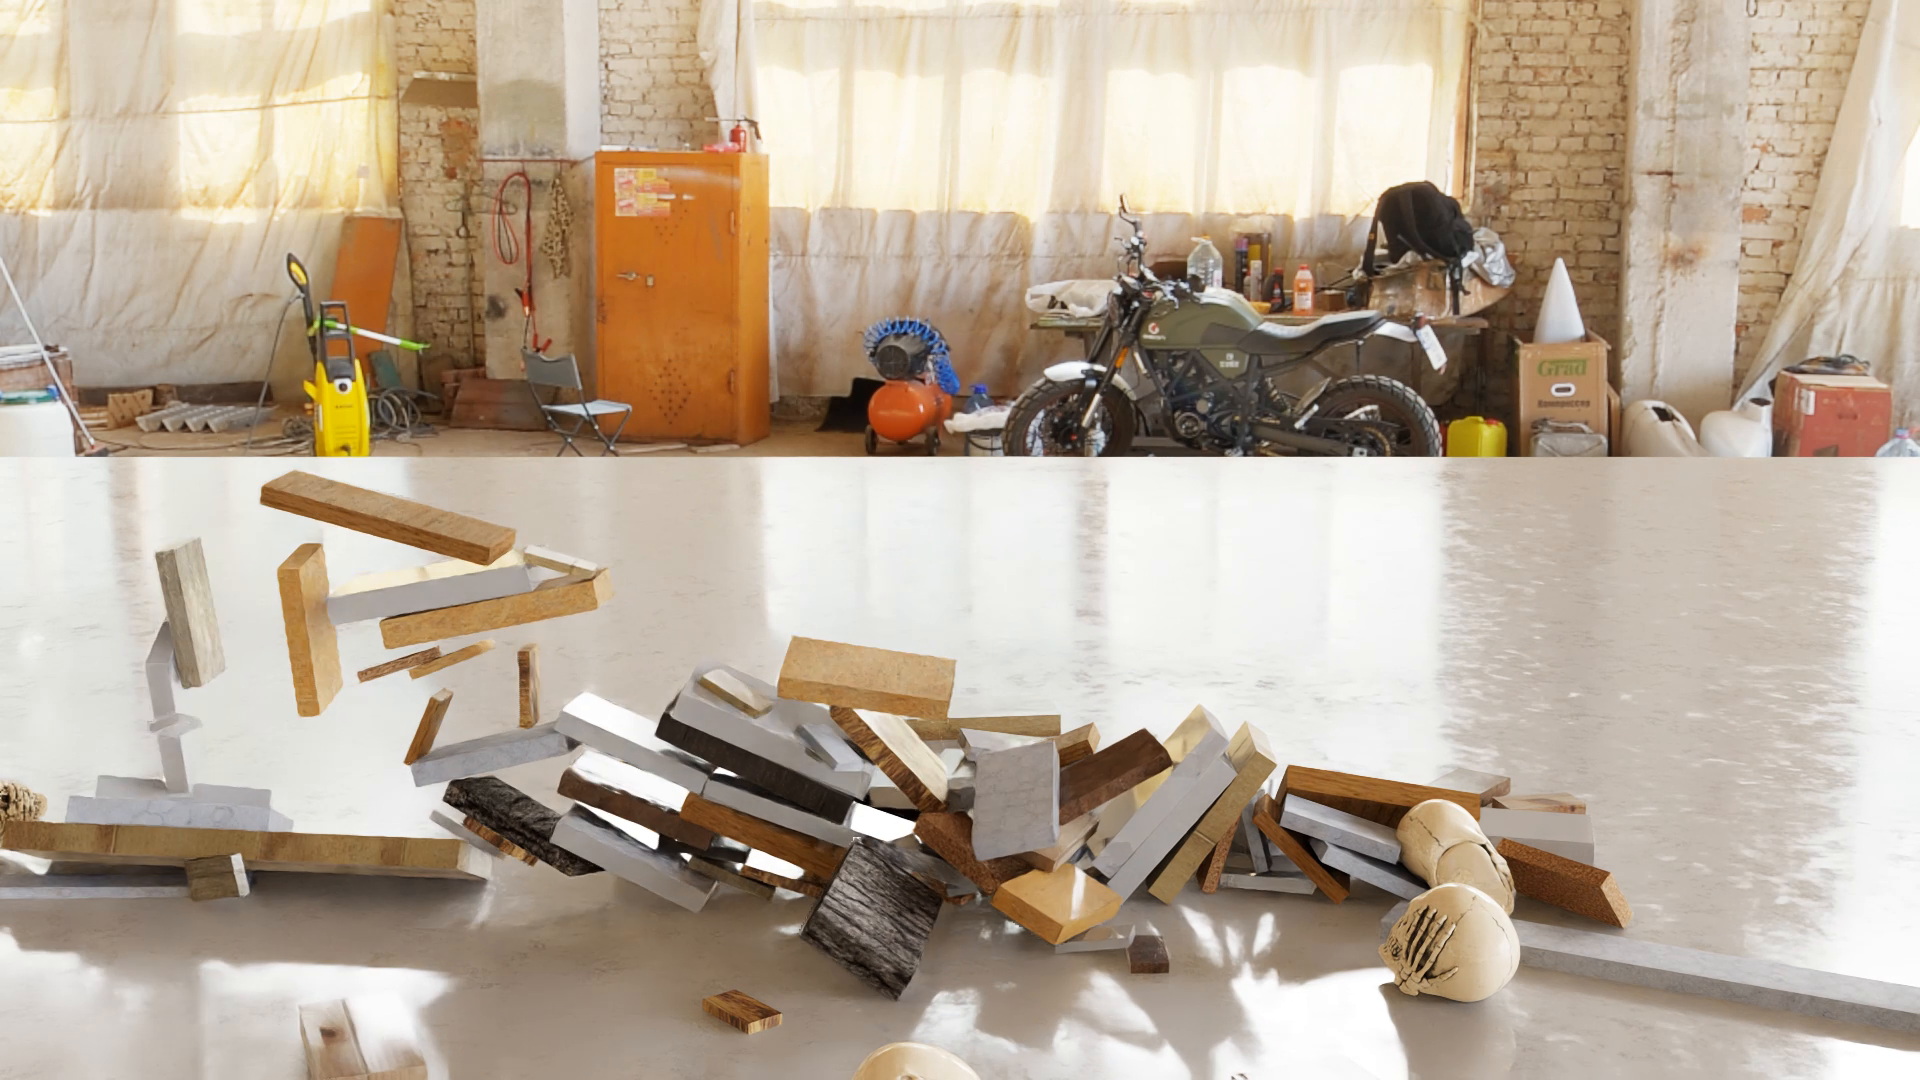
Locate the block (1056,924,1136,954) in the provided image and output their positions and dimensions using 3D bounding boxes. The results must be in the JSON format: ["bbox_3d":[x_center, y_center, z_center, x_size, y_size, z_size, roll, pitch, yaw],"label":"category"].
[{"bbox_3d":[0.210,0.619,3.414,0.117,0.017,0.059,-7,9,14],"label":"block"}]

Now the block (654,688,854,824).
[{"bbox_3d":[-0.322,0.346,3.646,0.338,0.048,0.169,25,19,1],"label":"block"}]

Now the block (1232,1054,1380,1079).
[{"bbox_3d":[0.497,0.739,2.734,0.170,0.048,0.339,-5,11,-23],"label":"block"}]

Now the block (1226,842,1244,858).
[{"bbox_3d":[0.389,0.525,3.931,0.116,0.033,0.231,-7,13,-33],"label":"block"}]

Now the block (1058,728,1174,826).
[{"bbox_3d":[0.235,0.386,3.600,0.209,0.030,0.104,-28,23,-7],"label":"block"}]

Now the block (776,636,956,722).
[{"bbox_3d":[-0.150,0.225,3.575,0.275,0.039,0.137,8,26,2],"label":"block"}]

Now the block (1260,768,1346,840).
[{"bbox_3d":[0.614,0.478,3.989,0.328,0.046,0.164,-4,12,-33],"label":"block"}]

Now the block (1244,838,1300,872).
[{"bbox_3d":[0.541,0.521,3.961,0.104,0.030,0.375,-2,11,-8],"label":"block"}]

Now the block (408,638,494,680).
[{"bbox_3d":[-0.845,0.198,3.657,0.130,0.018,0.065,-21,3,8],"label":"block"}]

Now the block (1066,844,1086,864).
[{"bbox_3d":[0.115,0.487,3.633,0.179,0.025,0.090,20,3,11],"label":"block"}]

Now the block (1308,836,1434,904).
[{"bbox_3d":[0.677,0.539,3.633,0.197,0.028,0.099,24,11,-9],"label":"block"}]

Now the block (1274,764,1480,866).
[{"bbox_3d":[0.705,0.471,3.759,0.328,0.164,0.046,9,52,0],"label":"block"}]

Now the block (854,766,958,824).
[{"bbox_3d":[-0.201,0.469,4.189,0.447,0.048,0.170,6,12,30],"label":"block"}]

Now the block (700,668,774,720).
[{"bbox_3d":[-0.365,0.251,3.598,0.114,0.016,0.057,30,20,17],"label":"block"}]

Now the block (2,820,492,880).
[{"bbox_3d":[-1.198,0.524,3.710,0.790,0.048,0.168,1,-15,7],"label":"block"}]

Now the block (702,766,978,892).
[{"bbox_3d":[-0.184,0.469,3.633,0.474,0.034,0.121,18,13,4],"label":"block"}]

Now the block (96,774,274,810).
[{"bbox_3d":[-1.332,0.444,3.789,0.281,0.037,0.130,7,-15,-14],"label":"block"}]

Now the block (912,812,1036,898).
[{"bbox_3d":[0.046,0.522,3.564,0.241,0.034,0.121,35,16,32],"label":"block"}]

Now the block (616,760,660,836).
[{"bbox_3d":[-0.478,0.467,3.945,0.275,0.137,0.039,1,1,5],"label":"block"}]

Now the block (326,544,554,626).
[{"bbox_3d":[-0.862,0.074,3.658,0.336,0.048,0.168,-10,10,3],"label":"block"}]

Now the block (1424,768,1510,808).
[{"bbox_3d":[0.949,0.480,4.176,0.107,0.030,0.214,8,13,38],"label":"block"}]

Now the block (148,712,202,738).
[{"bbox_3d":[-1.243,0.294,3.486,0.050,0.014,0.100,-23,-8,-4],"label":"block"}]

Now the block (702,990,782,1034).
[{"bbox_3d":[-0.313,0.677,3.157,0.058,0.016,0.116,-9,14,-39],"label":"block"}]

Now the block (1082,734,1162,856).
[{"bbox_3d":[0.285,0.465,3.996,0.167,0.047,0.405,-28,6,12],"label":"block"}]

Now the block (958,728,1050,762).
[{"bbox_3d":[0.109,0.419,4.385,0.211,0.030,0.105,8,13,-14],"label":"block"}]

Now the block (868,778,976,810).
[{"bbox_3d":[-0.022,0.443,3.843,0.131,0.037,0.372,-5,-3,-27],"label":"block"}]

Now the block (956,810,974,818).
[{"bbox_3d":[0.037,0.494,3.961,0.105,0.030,0.211,-31,5,12],"label":"block"}]

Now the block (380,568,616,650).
[{"bbox_3d":[-0.765,0.113,3.653,0.355,0.048,0.169,-11,6,1],"label":"block"}]

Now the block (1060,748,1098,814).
[{"bbox_3d":[0.167,0.462,4.050,0.167,0.047,0.334,-23,7,11],"label":"block"}]

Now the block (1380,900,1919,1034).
[{"bbox_3d":[1.217,0.657,3.224,1.207,0.030,0.107,6,12,28],"label":"block"}]

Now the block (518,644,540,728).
[{"bbox_3d":[-0.716,0.242,3.657,0.018,0.130,0.065,1,9,3],"label":"block"}]

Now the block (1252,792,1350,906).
[{"bbox_3d":[0.568,0.513,3.659,0.197,0.028,0.099,45,15,0],"label":"block"}]

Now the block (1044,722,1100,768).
[{"bbox_3d":[0.148,0.415,4.144,0.231,0.033,0.116,-23,7,13],"label":"block"}]

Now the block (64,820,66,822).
[{"bbox_3d":[-1.540,0.507,4.024,0.116,0.033,0.231,1,11,7],"label":"block"}]

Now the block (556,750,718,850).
[{"bbox_3d":[-0.524,0.432,3.661,0.265,0.037,0.132,21,13,3],"label":"block"}]

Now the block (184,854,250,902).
[{"bbox_3d":[-1.217,0.552,3.598,0.134,0.067,0.019,-11,2,37],"label":"block"}]

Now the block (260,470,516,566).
[{"bbox_3d":[-0.940,-0.038,3.620,0.397,0.033,0.116,15,17,6],"label":"block"}]

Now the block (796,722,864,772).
[{"bbox_3d":[-0.211,0.335,3.562,0.057,0.016,0.114,5,27,-44],"label":"block"}]

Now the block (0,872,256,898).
[{"bbox_3d":[-1.415,0.578,3.679,0.452,0.019,0.067,0,11,-1],"label":"block"}]

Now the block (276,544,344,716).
[{"bbox_3d":[-1.085,0.150,3.676,0.037,0.259,0.130,-2,19,3],"label":"block"}]

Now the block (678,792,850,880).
[{"bbox_3d":[-0.300,0.481,3.642,0.318,0.037,0.132,22,13,0],"label":"block"}]

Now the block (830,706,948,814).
[{"bbox_3d":[-0.116,0.335,3.647,0.037,0.263,0.131,-35,22,15],"label":"block"}]

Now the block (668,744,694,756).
[{"bbox_3d":[-0.358,0.368,3.649,0.261,0.017,0.059,21,15,-9],"label":"block"}]
